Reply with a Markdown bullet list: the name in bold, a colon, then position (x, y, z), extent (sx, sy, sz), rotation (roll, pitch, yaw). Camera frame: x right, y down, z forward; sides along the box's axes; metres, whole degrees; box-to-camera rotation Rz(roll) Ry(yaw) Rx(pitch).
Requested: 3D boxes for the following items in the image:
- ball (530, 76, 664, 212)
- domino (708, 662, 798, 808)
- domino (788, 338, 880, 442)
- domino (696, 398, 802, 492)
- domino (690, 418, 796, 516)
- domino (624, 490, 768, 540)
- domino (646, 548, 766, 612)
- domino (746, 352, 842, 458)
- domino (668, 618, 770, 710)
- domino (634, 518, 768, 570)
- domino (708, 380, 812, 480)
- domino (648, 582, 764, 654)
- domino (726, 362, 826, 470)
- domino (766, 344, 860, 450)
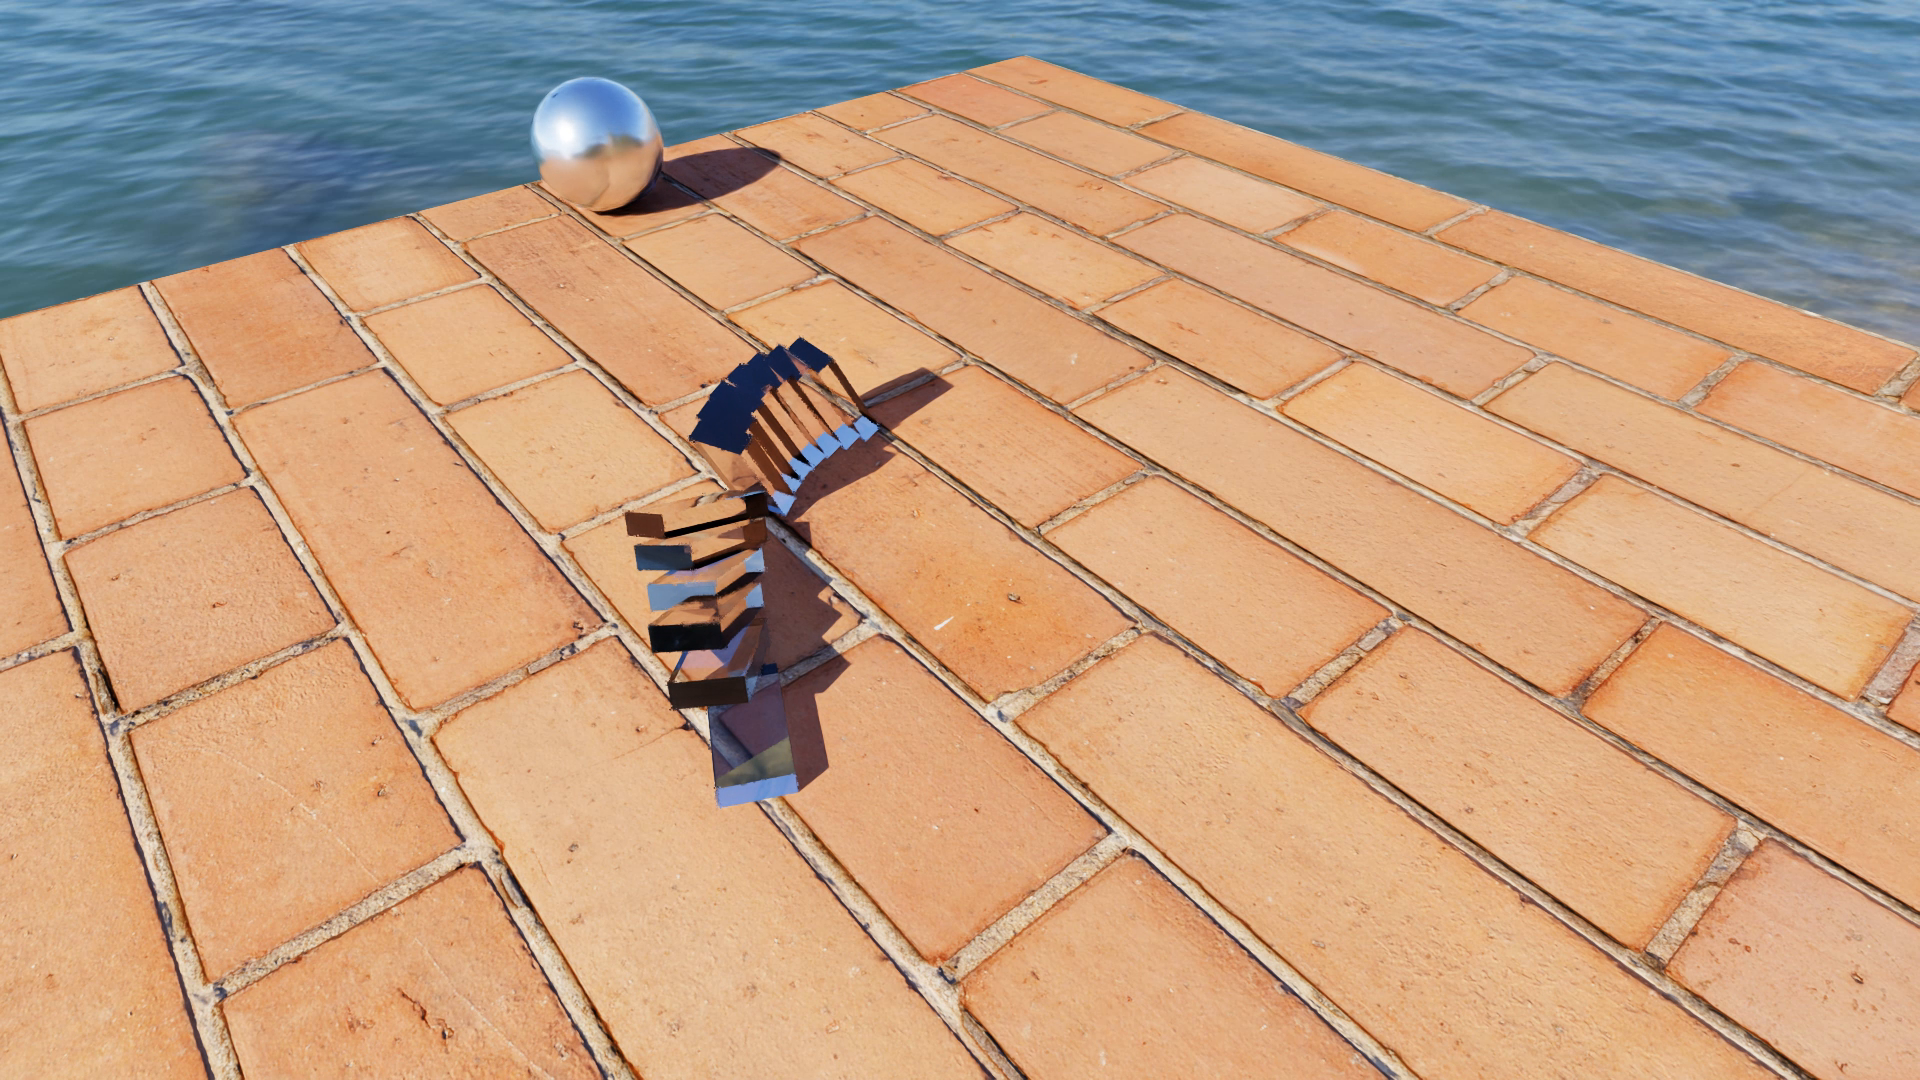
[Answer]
- **ball**: position (-0.227, -0.248, 0.690), extent (0.080, 0.080, 0.080), rotation (0, 39, 0)
- **domino**: position (-0.070, 0.064, 0.366), extent (0.025, 0.010, 0.050), rotation (-9, 40, -11)
- **domino**: position (-0.057, -0.067, 0.494), extent (0.010, 0.050, 0.025), rotation (-47, 54, -10)
- **domino**: position (-0.087, -0.037, 0.458), extent (0.025, 0.050, 0.010), rotation (23, 71, 25)
- **domino**: position (-0.088, -0.029, 0.447), extent (0.025, 0.050, 0.009), rotation (18, 69, 21)
- **domino**: position (-0.104, -0.011, 0.436), extent (0.025, 0.010, 0.050), rotation (4, 14, 40)
- **domino**: position (-0.093, 0.014, 0.407), extent (0.025, 0.009, 0.050), rotation (-3, 13, 10)
- **domino**: position (-0.073, -0.059, 0.484), extent (0.010, 0.050, 0.025), rotation (-47, 54, -10)
- **domino**: position (-0.082, 0.042, 0.377), extent (0.025, 0.010, 0.050), rotation (-6, 18, 0)
- **domino**: position (-0.098, 0.001, 0.422), extent (0.025, 0.009, 0.050), rotation (-1, 12, 23)
- **domino**: position (-0.084, -0.045, 0.467), extent (0.025, 0.050, 0.010), rotation (28, 73, 30)
- **domino**: position (-0.089, 0.027, 0.391), extent (0.025, 0.009, 0.050), rotation (-4, 12, 6)
- **domino**: position (-0.079, -0.053, 0.477), extent (0.009, 0.050, 0.025), rotation (-47, 54, -10)
- **domino**: position (-0.065, -0.063, 0.489), extent (0.010, 0.050, 0.025), rotation (-47, 54, -10)
